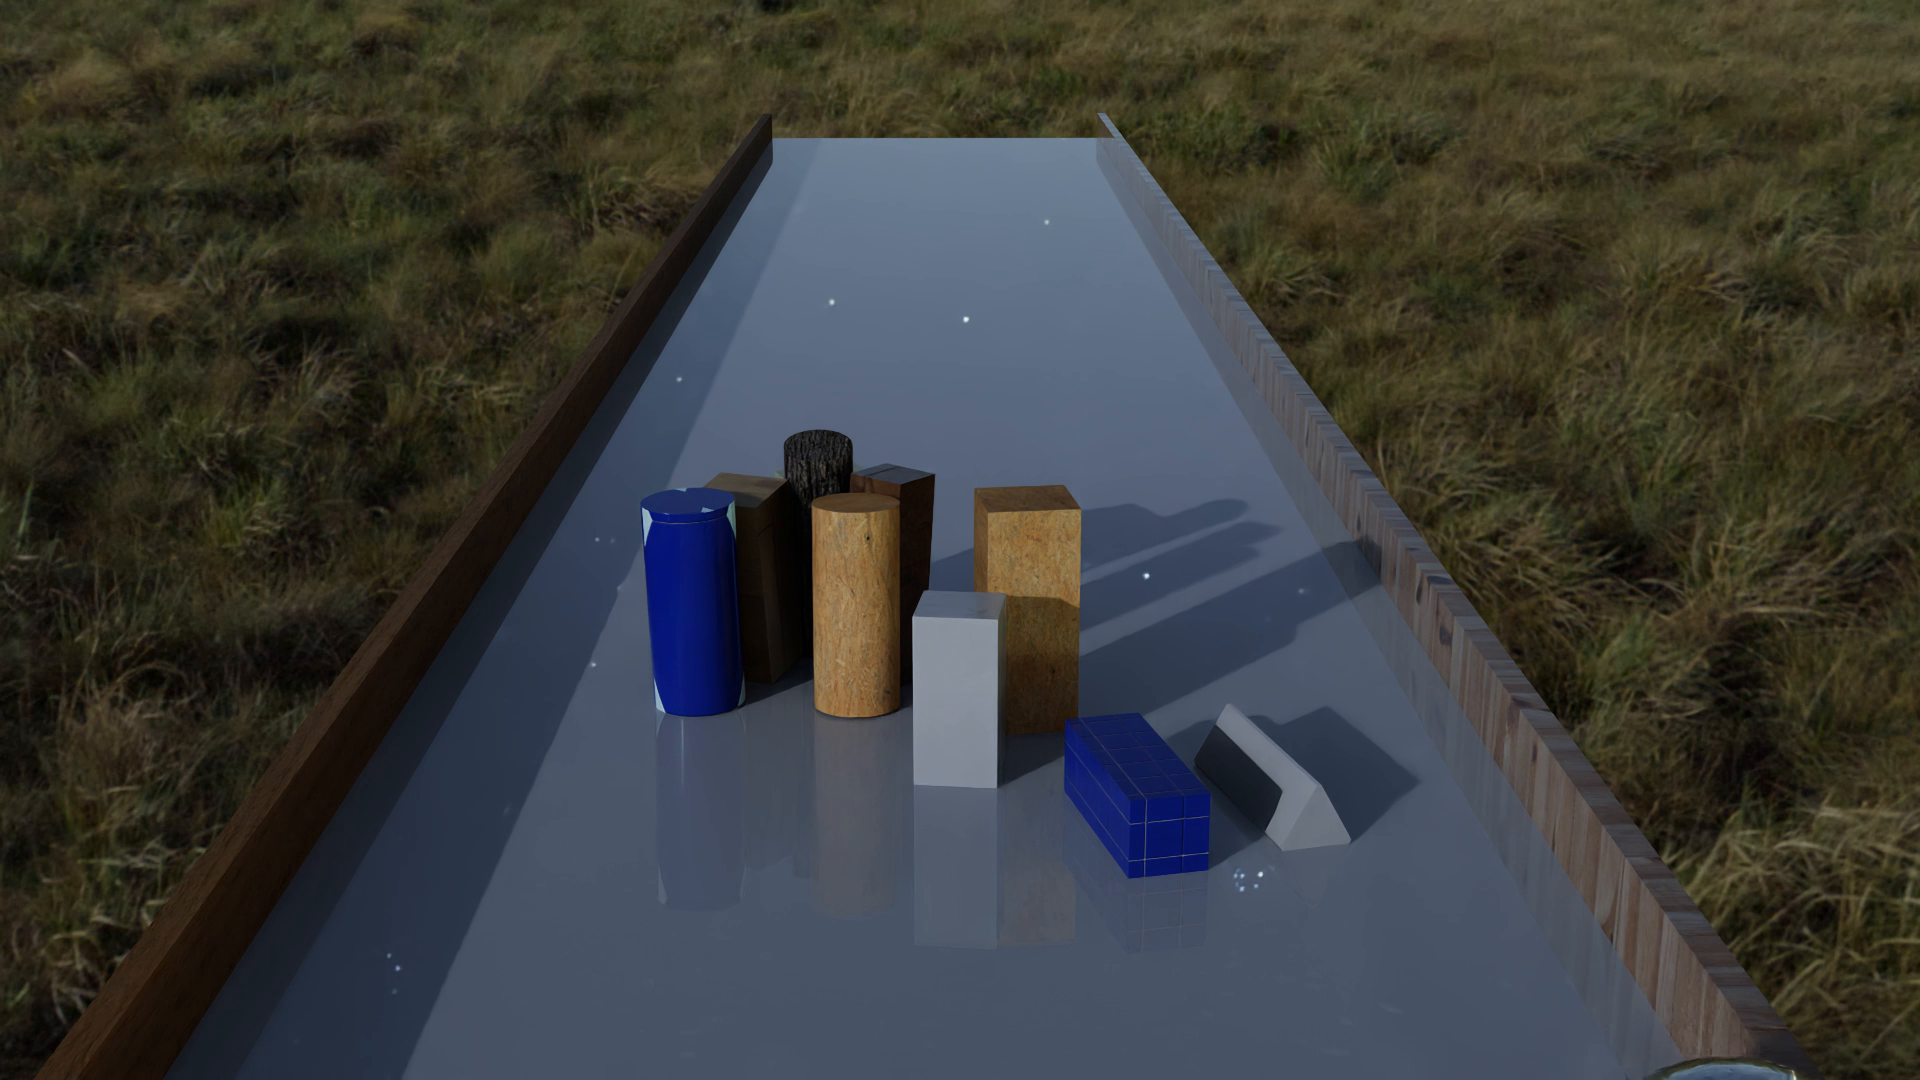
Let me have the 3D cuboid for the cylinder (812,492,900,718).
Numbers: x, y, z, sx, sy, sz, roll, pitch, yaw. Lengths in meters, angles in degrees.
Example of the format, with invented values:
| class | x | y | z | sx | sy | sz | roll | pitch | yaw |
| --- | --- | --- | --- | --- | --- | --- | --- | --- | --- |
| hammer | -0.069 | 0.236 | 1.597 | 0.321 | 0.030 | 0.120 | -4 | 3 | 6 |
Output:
| class | x | y | z | sx | sy | sz | roll | pitch | yaw |
| --- | --- | --- | --- | --- | --- | --- | --- | --- | --- |
| cylinder | -0.194 | 0.120 | 4.124 | 0.164 | 0.391 | 0.164 | 0 | 14 | 0 |

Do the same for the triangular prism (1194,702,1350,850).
| class | x | y | z | sx | sy | sz | roll | pitch | yaw |
| --- | --- | --- | --- | --- | --- | --- | --- | --- | --- |
| triangular prism | 0.525 | 0.391 | 3.717 | 0.123 | 0.106 | 0.383 | -4 | 17 | -15 |

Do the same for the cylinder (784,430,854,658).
| class | x | y | z | sx | sy | sz | roll | pitch | yaw |
| --- | --- | --- | --- | --- | --- | --- | --- | --- | --- |
| cylinder | -0.277 | 0.011 | 4.369 | 0.133 | 0.449 | 0.133 | 1 | 30 | 0 |

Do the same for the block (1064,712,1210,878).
| class | x | y | z | sx | sy | sz | roll | pitch | yaw |
| --- | --- | --- | --- | --- | --- | --- | --- | --- | --- |
| block | 0.285 | 0.413 | 3.608 | 0.131 | 0.131 | 0.361 | -4 | 17 | -13 |

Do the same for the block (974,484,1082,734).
| class | x | y | z | sx | sy | sz | roll | pitch | yaw |
| --- | --- | --- | --- | --- | --- | --- | --- | --- | --- |
| block | 0.121 | 0.128 | 4.053 | 0.169 | 0.424 | 0.169 | -2 | 17 | -8 |

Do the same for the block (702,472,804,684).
| class | x | y | z | sx | sy | sz | roll | pitch | yaw |
| --- | --- | --- | --- | --- | --- | --- | --- | --- | --- |
| block | -0.417 | 0.075 | 4.291 | 0.147 | 0.374 | 0.147 | 6 | 25 | 20 |

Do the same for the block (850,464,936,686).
| class | x | y | z | sx | sy | sz | roll | pitch | yaw |
| --- | --- | --- | --- | --- | --- | --- | --- | --- | --- |
| block | -0.139 | 0.071 | 4.250 | 0.116 | 0.411 | 0.116 | 13 | 18 | 31 |

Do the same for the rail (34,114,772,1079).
| class | x | y | z | sx | sy | sz | roll | pitch | yaw |
| --- | --- | --- | --- | --- | --- | --- | --- | --- | --- |
| rail | -1.118 | -0.838 | 7.780 | 0.050 | 0.150 | 12.000 | 0 | 17 | -1 |

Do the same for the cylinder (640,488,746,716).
| class | x | y | z | sx | sy | sz | roll | pitch | yaw |
| --- | --- | --- | --- | --- | --- | --- | --- | --- | --- |
| cylinder | -0.500 | 0.116 | 4.135 | 0.174 | 0.395 | 0.174 | -1 | 18 | 0 |

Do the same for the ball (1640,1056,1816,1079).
| class | x | y | z | sx | sy | sz | roll | pitch | yaw |
| --- | --- | --- | --- | --- | --- | --- | --- | --- | --- |
| ball | 0.795 | 0.705 | 2.244 | 0.348 | 0.348 | 0.348 | 0 | 17 | 0 |

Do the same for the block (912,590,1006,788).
| class | x | y | z | sx | sy | sz | roll | pitch | yaw |
| --- | --- | --- | --- | --- | --- | --- | --- | --- | --- |
| block | 0.000 | 0.258 | 3.821 | 0.145 | 0.307 | 0.145 | 2 | 17 | 6 |

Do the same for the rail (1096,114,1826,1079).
| class | x | y | z | sx | sy | sz | roll | pitch | yaw |
| --- | --- | --- | --- | --- | --- | --- | --- | --- | --- |
| rail | 0.932 | -0.844 | 7.801 | 0.050 | 0.150 | 12.000 | 0 | 17 | -1 |

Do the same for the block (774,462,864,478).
| class | x | y | z | sx | sy | sz | roll | pitch | yaw |
| --- | --- | --- | --- | --- | --- | --- | --- | --- | --- |
| block | -0.269 | 0.014 | 4.602 | 0.162 | 0.319 | 0.162 | -12 | 20 | -22 |
